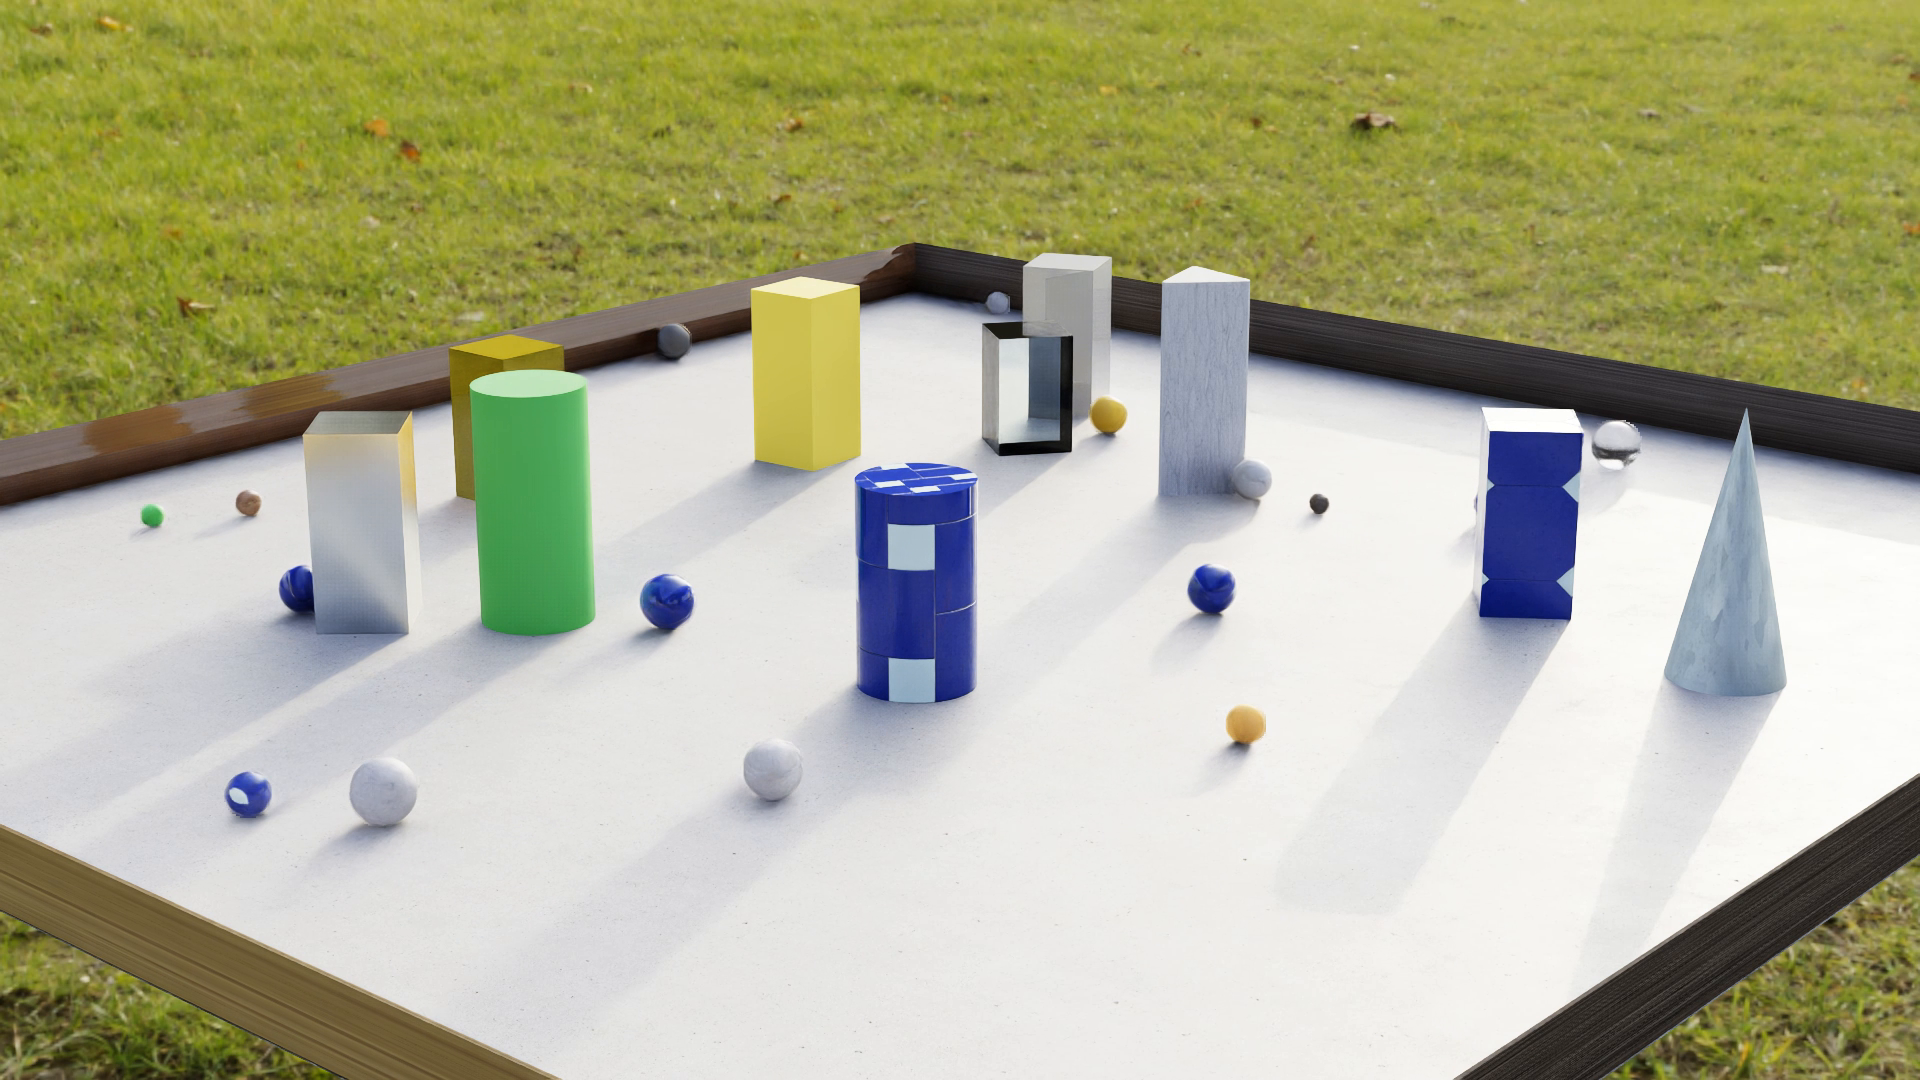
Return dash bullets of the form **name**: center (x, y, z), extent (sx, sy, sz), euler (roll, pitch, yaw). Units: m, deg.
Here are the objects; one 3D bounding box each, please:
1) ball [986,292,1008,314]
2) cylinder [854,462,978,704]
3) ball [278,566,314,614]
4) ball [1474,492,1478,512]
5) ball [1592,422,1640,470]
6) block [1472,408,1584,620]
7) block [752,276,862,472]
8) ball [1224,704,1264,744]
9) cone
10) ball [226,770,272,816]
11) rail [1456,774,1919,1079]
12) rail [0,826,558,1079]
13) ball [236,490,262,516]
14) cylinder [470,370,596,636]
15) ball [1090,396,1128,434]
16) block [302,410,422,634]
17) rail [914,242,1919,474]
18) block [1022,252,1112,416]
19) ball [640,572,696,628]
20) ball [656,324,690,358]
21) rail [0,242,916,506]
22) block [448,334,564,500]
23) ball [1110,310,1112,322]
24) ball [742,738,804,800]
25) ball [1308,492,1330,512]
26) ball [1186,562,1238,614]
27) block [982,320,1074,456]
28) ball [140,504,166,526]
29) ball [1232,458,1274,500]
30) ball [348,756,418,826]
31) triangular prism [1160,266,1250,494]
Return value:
- **ball**: center (0.093, -0.591, 7.308), extent (0.055, 0.055, 0.055), euler (0, 17, 0)
- **cylinder**: center (-0.069, 0.066, 4.640), extent (0.194, 0.339, 0.194), euler (0, 17, 0)
- **ball**: center (-1.125, 0.085, 5.023), extent (0.083, 0.083, 0.083), euler (0, 17, 0)
- **ball**: center (1.009, -0.069, 5.545), extent (0.075, 0.075, 0.075), euler (0, 17, 0)
- **ball**: center (1.321, -0.190, 5.909), extent (0.097, 0.097, 0.097), euler (0, 17, 0)
- **block**: center (0.972, -0.046, 5.029), extent (0.155, 0.329, 0.155), euler (1, 17, 5)
- **block**: center (-0.311, -0.339, 5.956), extent (0.155, 0.354, 0.155), euler (12, 21, 35)
- **ball**: center (0.429, 0.277, 4.425), extent (0.060, 0.060, 0.060), euler (0, 17, 0)
- **cone**: center (1.232, 0.005, 4.655), extent (0.194, 0.448, 0.194), euler (0, 17, 0)
- **ball**: center (-1.006, 0.358, 4.148), extent (0.064, 0.064, 0.064), euler (0, 17, 0)
- **rail**: center (1.312, 0.361, 4.029), extent (0.045, 0.126, 3.702), euler (14, 22, 39)
- **rail**: center (-1.198, 0.430, 3.799), extent (3.523, 0.126, 0.045), euler (14, 22, 39)
- **ball**: center (-1.358, -0.072, 5.598), extent (0.050, 0.050, 0.050), euler (0, 17, 0)
- **cylinder**: center (-0.720, -0.065, 4.949), extent (0.194, 0.411, 0.194), euler (0, 17, 0)
- **ball**: center (0.314, -0.263, 6.182), extent (0.079, 0.079, 0.079), euler (0, 17, 0)
- **block**: center (-1.005, -0.030, 4.946), extent (0.155, 0.347, 0.155), euler (0, 17, -2)
- **rail**: center (1.198, -0.367, 6.441), extent (3.523, 0.126, 0.045), euler (14, 22, 39)
- **block**: center (0.233, -0.447, 6.374), extent (0.155, 0.321, 0.155), euler (5, 18, 17)
- **ball**: center (-0.494, 0.103, 4.943), extent (0.094, 0.094, 0.094), euler (0, 17, 0)
- **ball**: center (-0.670, -0.463, 6.842), extent (0.081, 0.081, 0.081), euler (0, 17, 0)
- **rail**: center (-1.312, -0.298, 6.211), extent (0.045, 0.126, 3.702), euler (14, 22, 39)
- **block**: center (-0.875, -0.231, 5.699), extent (0.155, 0.296, 0.155), euler (14, 21, 38)
- **ball**: center (0.326, -0.542, 7.095), extent (0.085, 0.085, 0.085), euler (0, 17, 0)
- **ball**: center (-0.268, 0.328, 4.207), extent (0.088, 0.088, 0.088), euler (0, 17, 0)
- **ball**: center (0.688, -0.072, 5.615), extent (0.040, 0.040, 0.040), euler (0, 17, 0)
- **ball**: center (0.432, 0.083, 5.022), extent (0.087, 0.087, 0.087), euler (0, 17, 0)
- **block**: center (0.138, -0.316, 6.067), extent (0.155, 0.246, 0.155), euler (-4, 17, -12)
- **ball**: center (-1.521, -0.047, 5.525), extent (0.044, 0.044, 0.044), euler (0, 17, 0)
- **ball**: center (0.568, -0.118, 5.699), extent (0.080, 0.080, 0.080), euler (0, 17, 0)
- **ball**: center (-0.809, 0.352, 4.114), extent (0.095, 0.095, 0.095), euler (0, 17, 0)
- **triangular prism**: center (0.467, -0.314, 5.754), extent (0.168, 0.424, 0.145), euler (-2, 17, -5)
